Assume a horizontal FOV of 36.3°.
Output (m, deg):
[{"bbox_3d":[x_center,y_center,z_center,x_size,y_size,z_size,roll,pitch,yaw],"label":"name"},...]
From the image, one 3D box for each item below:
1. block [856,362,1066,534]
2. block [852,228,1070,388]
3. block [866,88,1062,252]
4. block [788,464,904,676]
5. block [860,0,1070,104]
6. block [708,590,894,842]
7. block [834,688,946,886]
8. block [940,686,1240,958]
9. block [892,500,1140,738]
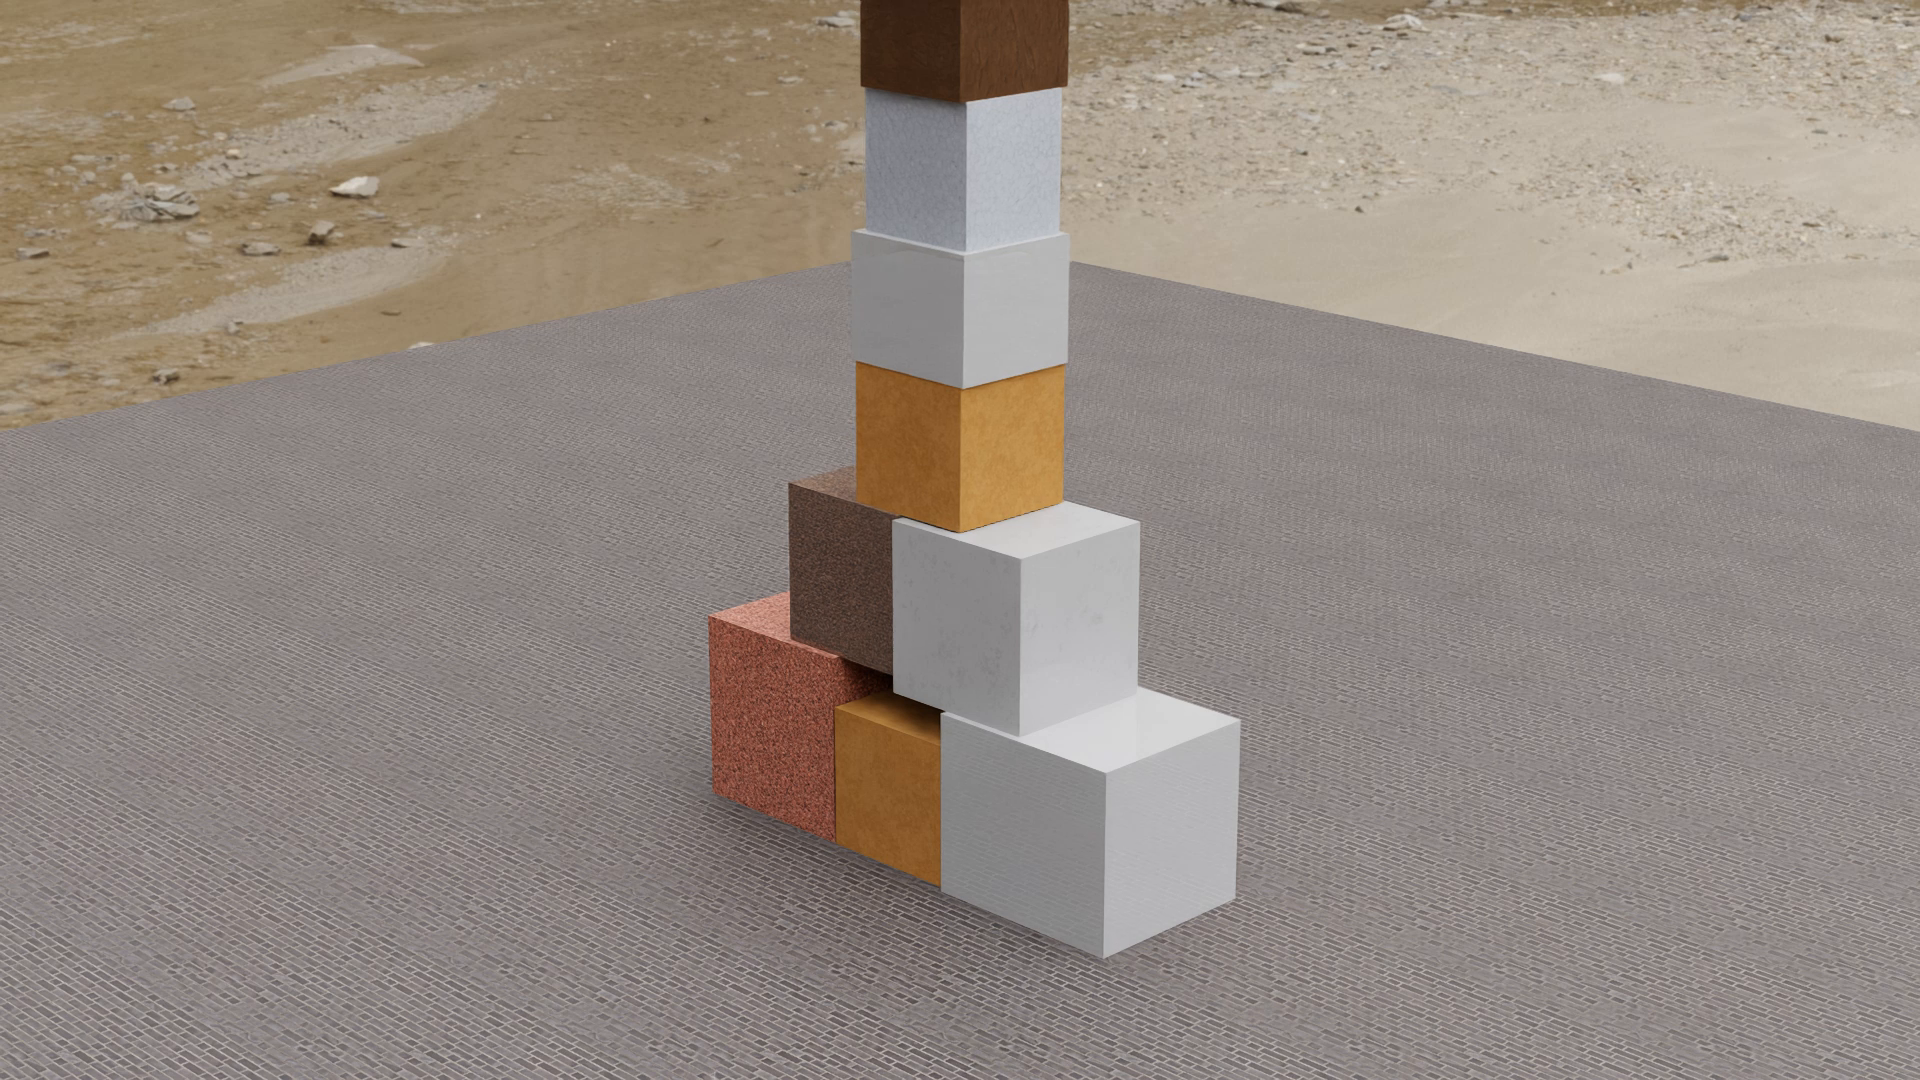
[{"bbox_3d":[0.000,-0.484,13.175,0.659,0.659,0.661,-17,24,-42],"label":"block"},{"bbox_3d":[0.000,-1.075,12.981,0.659,0.585,0.702,-17,24,-42],"label":"block"},{"bbox_3d":[0.012,-1.661,12.802,0.581,0.640,0.624,-17,24,-42],"label":"block"},{"bbox_3d":[-0.271,0.101,13.680,0.751,0.767,0.734,-17,24,-42],"label":"block"},{"bbox_3d":[0.021,-2.249,12.617,0.662,0.594,0.609,-17,24,-42],"label":"block"},{"bbox_3d":[-0.607,0.806,14.247,0.832,0.920,0.883,-17,24,-42],"label":"block"},{"bbox_3d":[-0.048,1.096,13.717,0.785,0.684,0.725,-17,24,-42],"label":"block"},{"bbox_3d":[0.577,1.193,13.114,0.882,0.860,0.993,-17,24,-42],"label":"block"},{"bbox_3d":[0.250,0.305,13.148,0.766,0.816,0.794,-17,24,-42],"label":"block"}]
